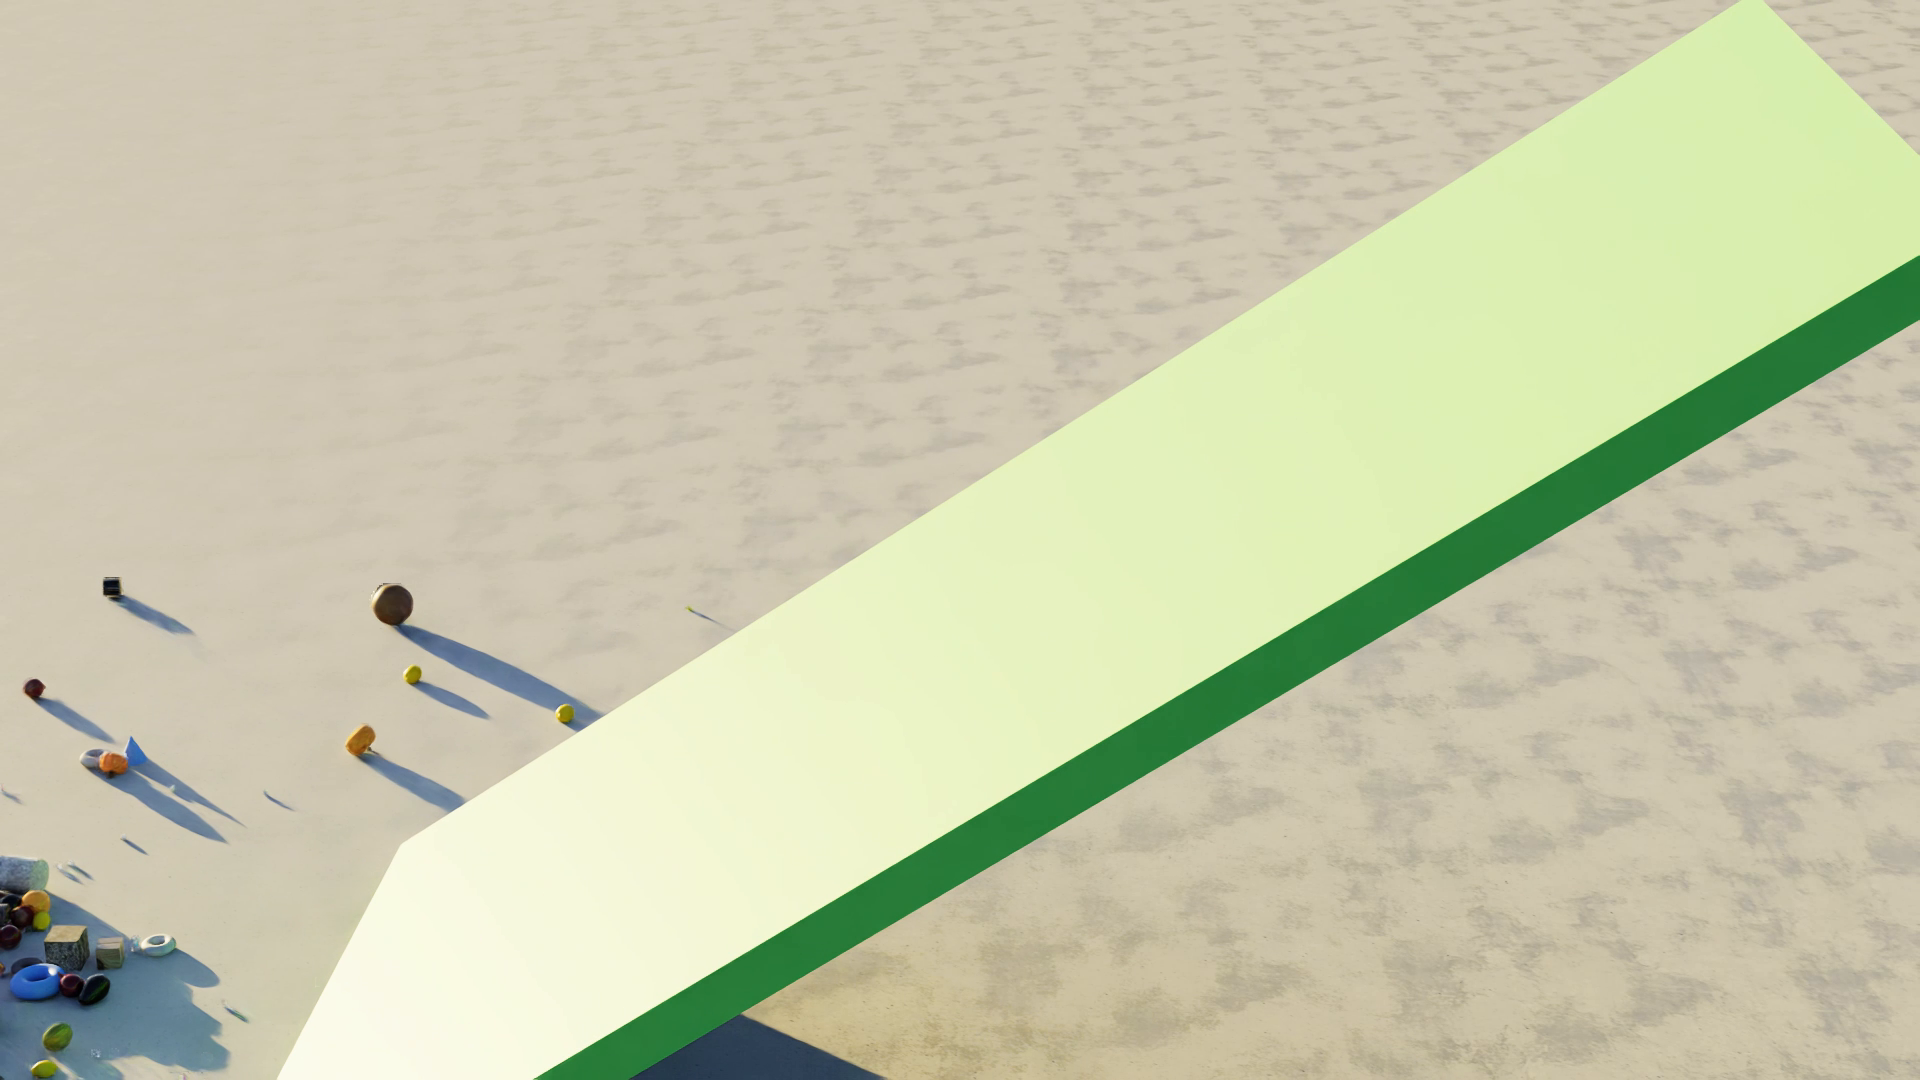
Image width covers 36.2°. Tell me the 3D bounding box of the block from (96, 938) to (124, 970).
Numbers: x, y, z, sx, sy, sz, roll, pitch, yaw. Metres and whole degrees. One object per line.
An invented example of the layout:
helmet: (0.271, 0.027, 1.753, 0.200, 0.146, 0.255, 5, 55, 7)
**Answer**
block: (-2.108, 1.025, 7.293, 0.057, 0.057, 0.057, -3, 21, -7)

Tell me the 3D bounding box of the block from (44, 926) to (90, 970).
block: (-2.214, 1.012, 7.293, 0.082, 0.082, 0.082, 0, 21, 0)

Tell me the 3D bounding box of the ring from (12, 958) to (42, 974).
ring: (-2.301, 1.056, 7.258, 0.078, 0.026, 0.078, 1, 21, 0)

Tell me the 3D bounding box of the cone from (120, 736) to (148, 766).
cone: (-2.361, 0.593, 8.387, 0.077, 0.077, 0.077, 0, 21, 0)

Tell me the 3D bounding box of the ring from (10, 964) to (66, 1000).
ring: (-2.248, 1.078, 7.175, 0.134, 0.045, 0.134, -1, 20, 0)

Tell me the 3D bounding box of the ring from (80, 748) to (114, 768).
ring: (-2.459, 0.621, 8.378, 0.094, 0.031, 0.094, 1, 20, 0)

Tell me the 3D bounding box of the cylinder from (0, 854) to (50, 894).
cylinder: (-2.436, 0.870, 7.645, 0.094, 0.094, 0.094, 6, 22, 15)

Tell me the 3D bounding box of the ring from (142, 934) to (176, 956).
ring: (-2.005, 1.015, 7.361, 0.086, 0.029, 0.086, -1, 22, 1)

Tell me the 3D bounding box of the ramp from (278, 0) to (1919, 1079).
ramp: (0.137, 0.173, 6.303, 4.000, 0.100, 2.000, -32, 16, 15)
